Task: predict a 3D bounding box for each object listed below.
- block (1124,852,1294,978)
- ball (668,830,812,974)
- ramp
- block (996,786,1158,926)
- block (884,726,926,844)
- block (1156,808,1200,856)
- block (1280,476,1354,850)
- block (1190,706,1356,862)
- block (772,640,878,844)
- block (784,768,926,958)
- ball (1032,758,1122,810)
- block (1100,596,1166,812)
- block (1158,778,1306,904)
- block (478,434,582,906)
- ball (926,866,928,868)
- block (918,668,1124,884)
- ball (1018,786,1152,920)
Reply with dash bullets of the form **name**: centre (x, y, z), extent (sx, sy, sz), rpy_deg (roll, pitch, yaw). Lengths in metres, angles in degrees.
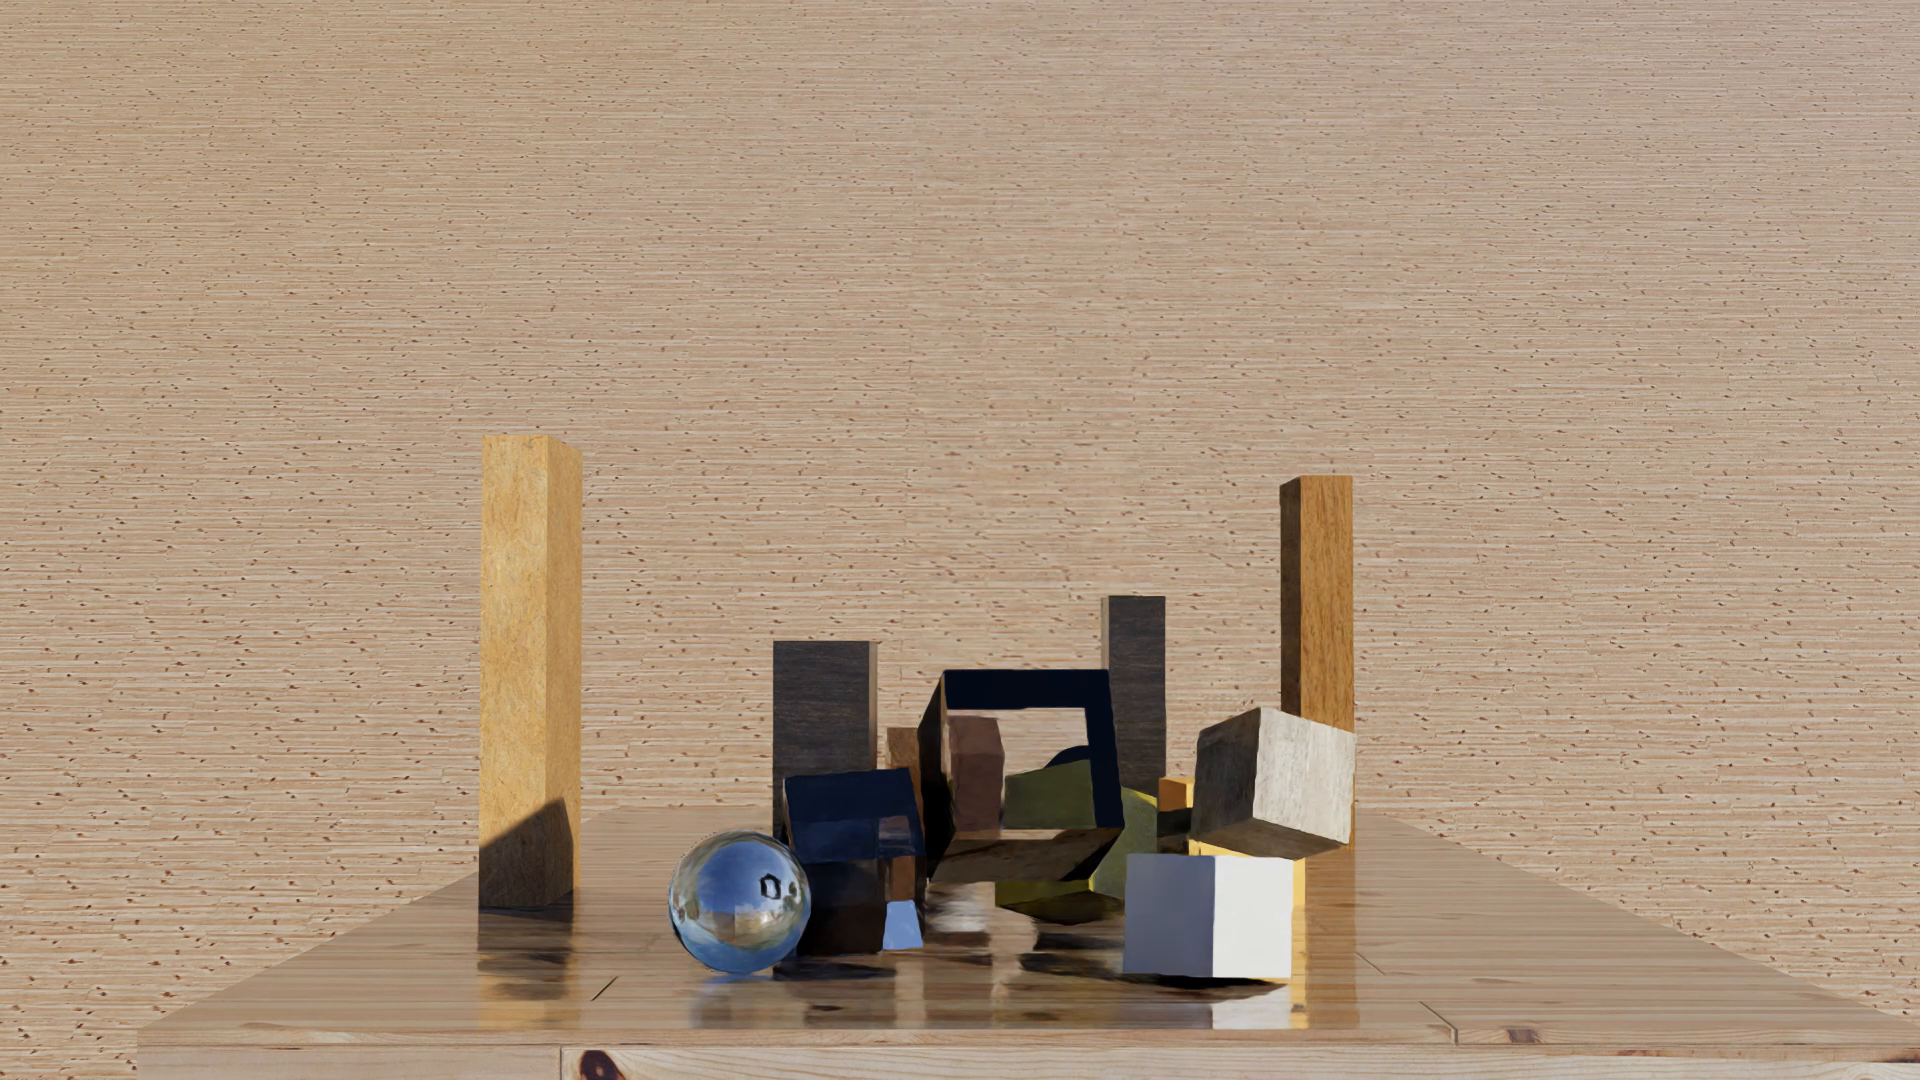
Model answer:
- **block**: centre (0.318, 0.481, 3.335), extent (0.151, 0.151, 0.151), rpy_deg (9, -9, -43)
- **ball**: centre (-0.288, 0.474, 3.410), extent (0.188, 0.188, 0.188), rpy_deg (0, 37, 0)
- **ramp**: centre (0.080, 0.680, 4.903), extent (2.000, 0.100, 4.000), rpy_deg (0, -2, 0)
- **block**: centre (0.167, 0.444, 3.708), extent (0.165, 0.165, 0.165), rpy_deg (-16, 64, 37)
- **block**: centre (-0.039, 0.444, 4.508), extent (0.180, 0.180, 0.180), rpy_deg (3, 16, -5)
- **block**: centre (0.334, 0.518, 4.221), extent (0.112, 0.112, 0.112), rpy_deg (-9, 22, 3)
- **block**: centre (0.779, 0.266, 5.691), extent (0.111, 0.792, 0.353), rpy_deg (0, -2, 0)
- **block**: centre (0.423, 0.334, 3.520), extent (0.154, 0.154, 0.154), rpy_deg (17, 66, -23)
- **block**: centre (-0.200, 0.371, 3.931), extent (0.138, 0.437, 0.384), rpy_deg (0, -2, 0)
- **block**: centre (-0.148, 0.447, 3.606), extent (0.176, 0.176, 0.176), rpy_deg (-4, 37, -9)
- **ball**: centre (0.230, 0.519, 5.134), extent (0.178, 0.178, 0.178), rpy_deg (0, 37, 0)
- **block**: centre (0.355, 0.383, 5.363), extent (0.114, 0.530, 0.314), rpy_deg (0, -2, 0)
- **block**: centre (0.458, 0.509, 4.408), extent (0.201, 0.201, 0.201), rpy_deg (0, -2, -9)
- **block**: centre (-0.740, 0.223, 4.506), extent (0.109, 0.780, 0.403), rpy_deg (0, -2, 0)
- **ball**: centre (-0.013, 0.563, 4.769), extent (0.122, 0.122, 0.122), rpy_deg (0, 37, 0)
- **block**: centre (0.069, 0.288, 3.158), extent (0.201, 0.201, 0.201), rpy_deg (0, 65, -11)
- **ball**: centre (0.194, 0.488, 4.056), extent (0.209, 0.209, 0.209), rpy_deg (0, 37, 0)
